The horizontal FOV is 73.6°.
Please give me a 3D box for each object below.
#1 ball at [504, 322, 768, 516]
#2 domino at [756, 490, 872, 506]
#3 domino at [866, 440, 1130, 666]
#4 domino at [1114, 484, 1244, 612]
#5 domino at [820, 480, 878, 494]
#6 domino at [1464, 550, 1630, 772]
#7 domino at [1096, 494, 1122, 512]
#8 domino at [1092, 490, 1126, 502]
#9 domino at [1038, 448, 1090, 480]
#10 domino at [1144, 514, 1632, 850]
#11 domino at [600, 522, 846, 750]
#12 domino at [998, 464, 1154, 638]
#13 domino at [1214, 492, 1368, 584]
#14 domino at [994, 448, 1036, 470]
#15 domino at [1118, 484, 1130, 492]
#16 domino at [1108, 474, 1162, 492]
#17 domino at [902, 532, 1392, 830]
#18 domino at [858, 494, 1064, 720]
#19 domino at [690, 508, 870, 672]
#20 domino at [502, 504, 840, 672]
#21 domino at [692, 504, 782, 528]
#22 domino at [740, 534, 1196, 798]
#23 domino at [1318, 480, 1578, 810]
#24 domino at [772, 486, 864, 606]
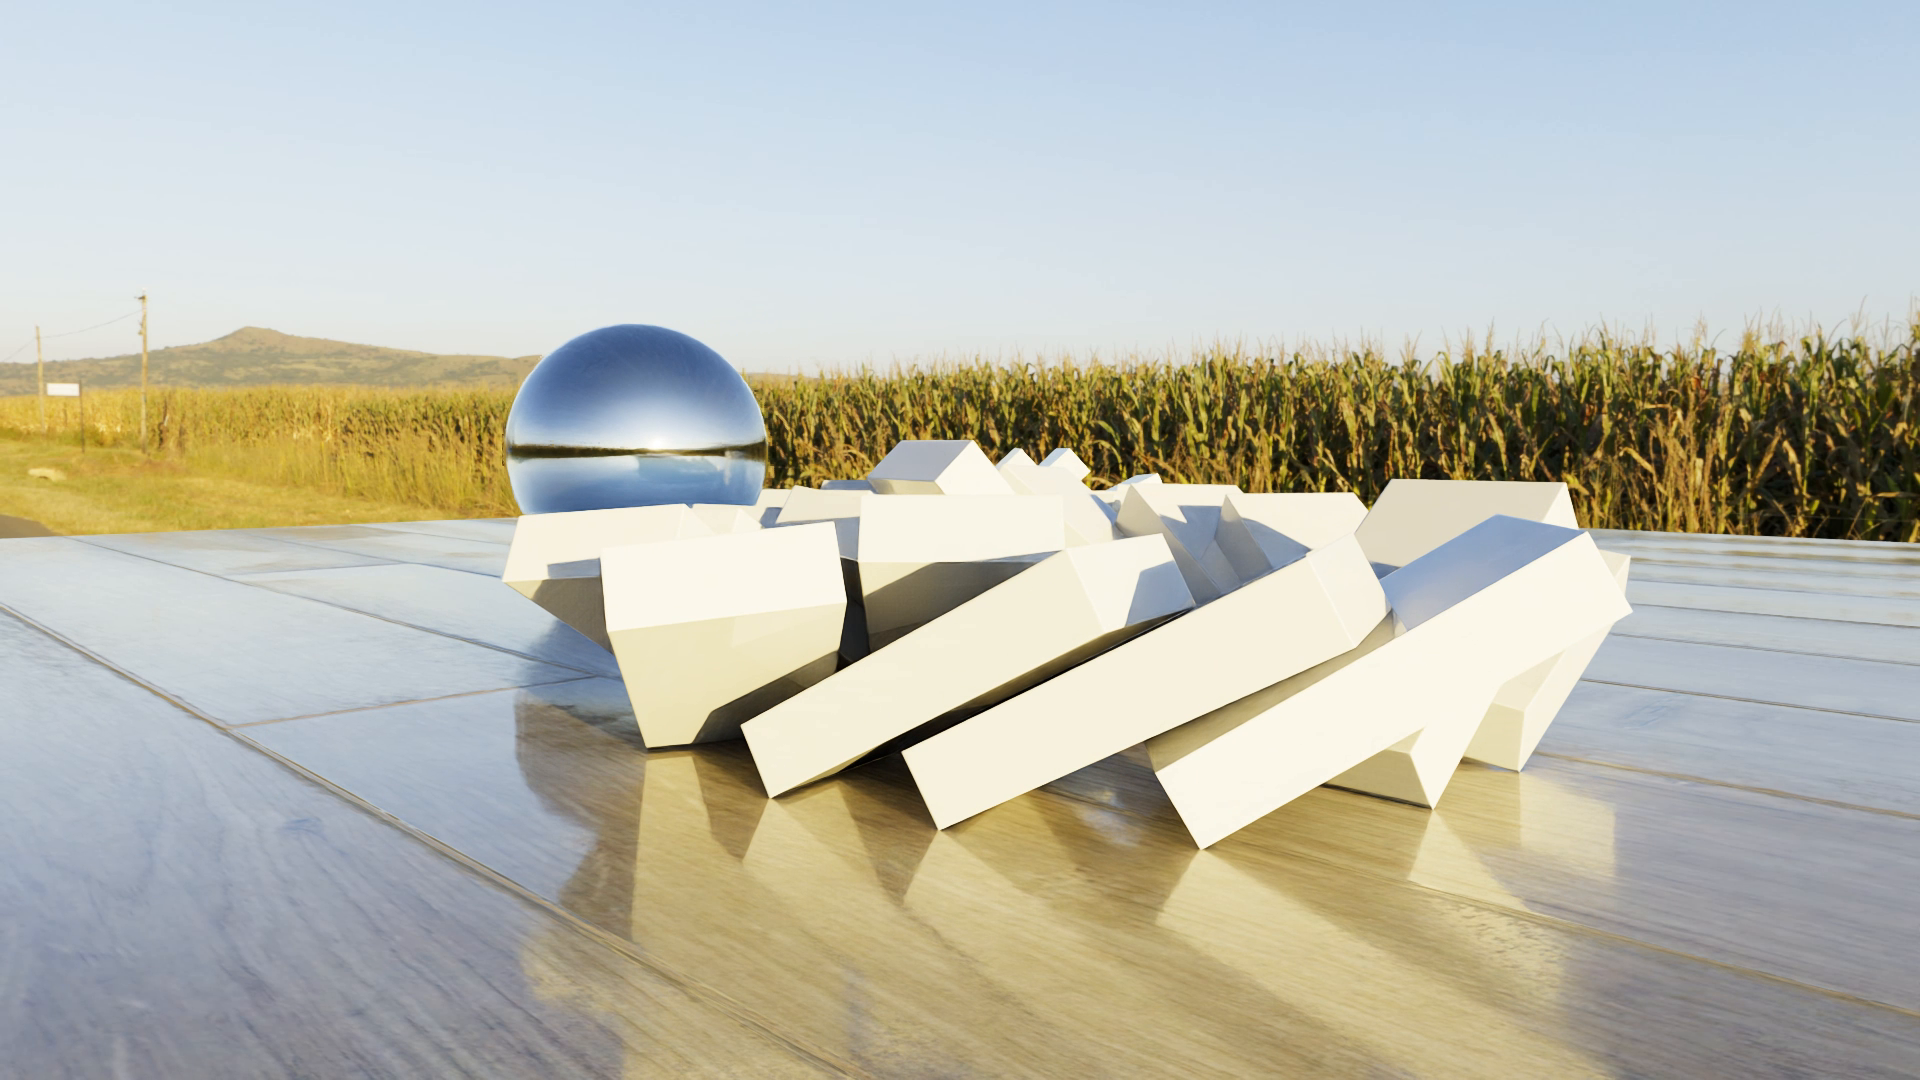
[{"bbox_3d":[-0.101,-0.028,0.403,0.080,0.080,0.080,0,4,0],"label":"ball"},{"bbox_3d":[-0.015,0.007,0.243,0.025,0.009,0.050,2,-26,34],"label":"domino"},{"bbox_3d":[0.008,0.004,0.224,0.009,0.050,0.025,-48,25,-18],"label":"domino"},{"bbox_3d":[0.051,0.008,0.233,0.025,0.010,0.050,0,36,-27],"label":"domino"},{"bbox_3d":[-0.005,0.005,0.256,0.025,0.009,0.050,2,-27,35],"label":"domino"},{"bbox_3d":[0.078,0.014,0.189,0.025,0.010,0.050,15,32,36],"label":"domino"},{"bbox_3d":[0.034,0.004,0.309,0.025,0.009,0.050,3,-22,32],"label":"domino"},{"bbox_3d":[0.048,0.002,0.327,0.025,0.009,0.050,2,-22,22],"label":"domino"},{"bbox_3d":[0.017,-0.008,0.400,0.050,0.009,0.025,-43,6,-1],"label":"domino"},{"bbox_3d":[0.045,0.015,0.144,0.050,0.009,0.025,-30,3,5],"label":"domino"},{"bbox_3d":[-0.029,0.014,0.159,0.025,0.009,0.050,-7,-22,-11],"label":"domino"},{"bbox_3d":[0.029,0.005,0.242,0.050,0.010,0.025,44,23,24],"label":"domino"},{"bbox_3d":[0.064,0.010,0.214,0.025,0.009,0.050,-1,35,-12],"label":"domino"},{"bbox_3d":[0.003,-0.008,0.398,0.050,0.009,0.025,-43,5,1],"label":"domino"},{"bbox_3d":[0.057,0.001,0.345,0.025,0.009,0.050,4,-22,16],"label":"domino"},{"bbox_3d":[0.039,-0.005,0.402,0.050,0.010,0.025,-26,5,-6],"label":"domino"},{"bbox_3d":[0.021,0.016,0.142,0.050,0.009,0.025,-29,-7,26],"label":"domino"},{"bbox_3d":[0.000,0.011,0.178,0.025,0.009,0.050,0,-30,0],"label":"domino"},{"bbox_3d":[-0.033,0.010,0.207,0.025,0.010,0.050,0,-25,27],"label":"domino"},{"bbox_3d":[-0.039,0.011,0.185,0.025,0.009,0.050,-3,-27,19],"label":"domino"},{"bbox_3d":[-0.024,0.009,0.227,0.025,0.009,0.050,3,-24,33],"label":"domino"},{"bbox_3d":[0.001,0.015,0.153,0.050,0.010,0.025,-30,-12,30],"label":"domino"},{"bbox_3d":[0.059,0.011,0.169,0.025,0.009,0.050,5,43,47],"label":"domino"},{"bbox_3d":[-0.005,0.009,0.206,0.025,0.009,0.050,12,-20,42],"label":"domino"}]
